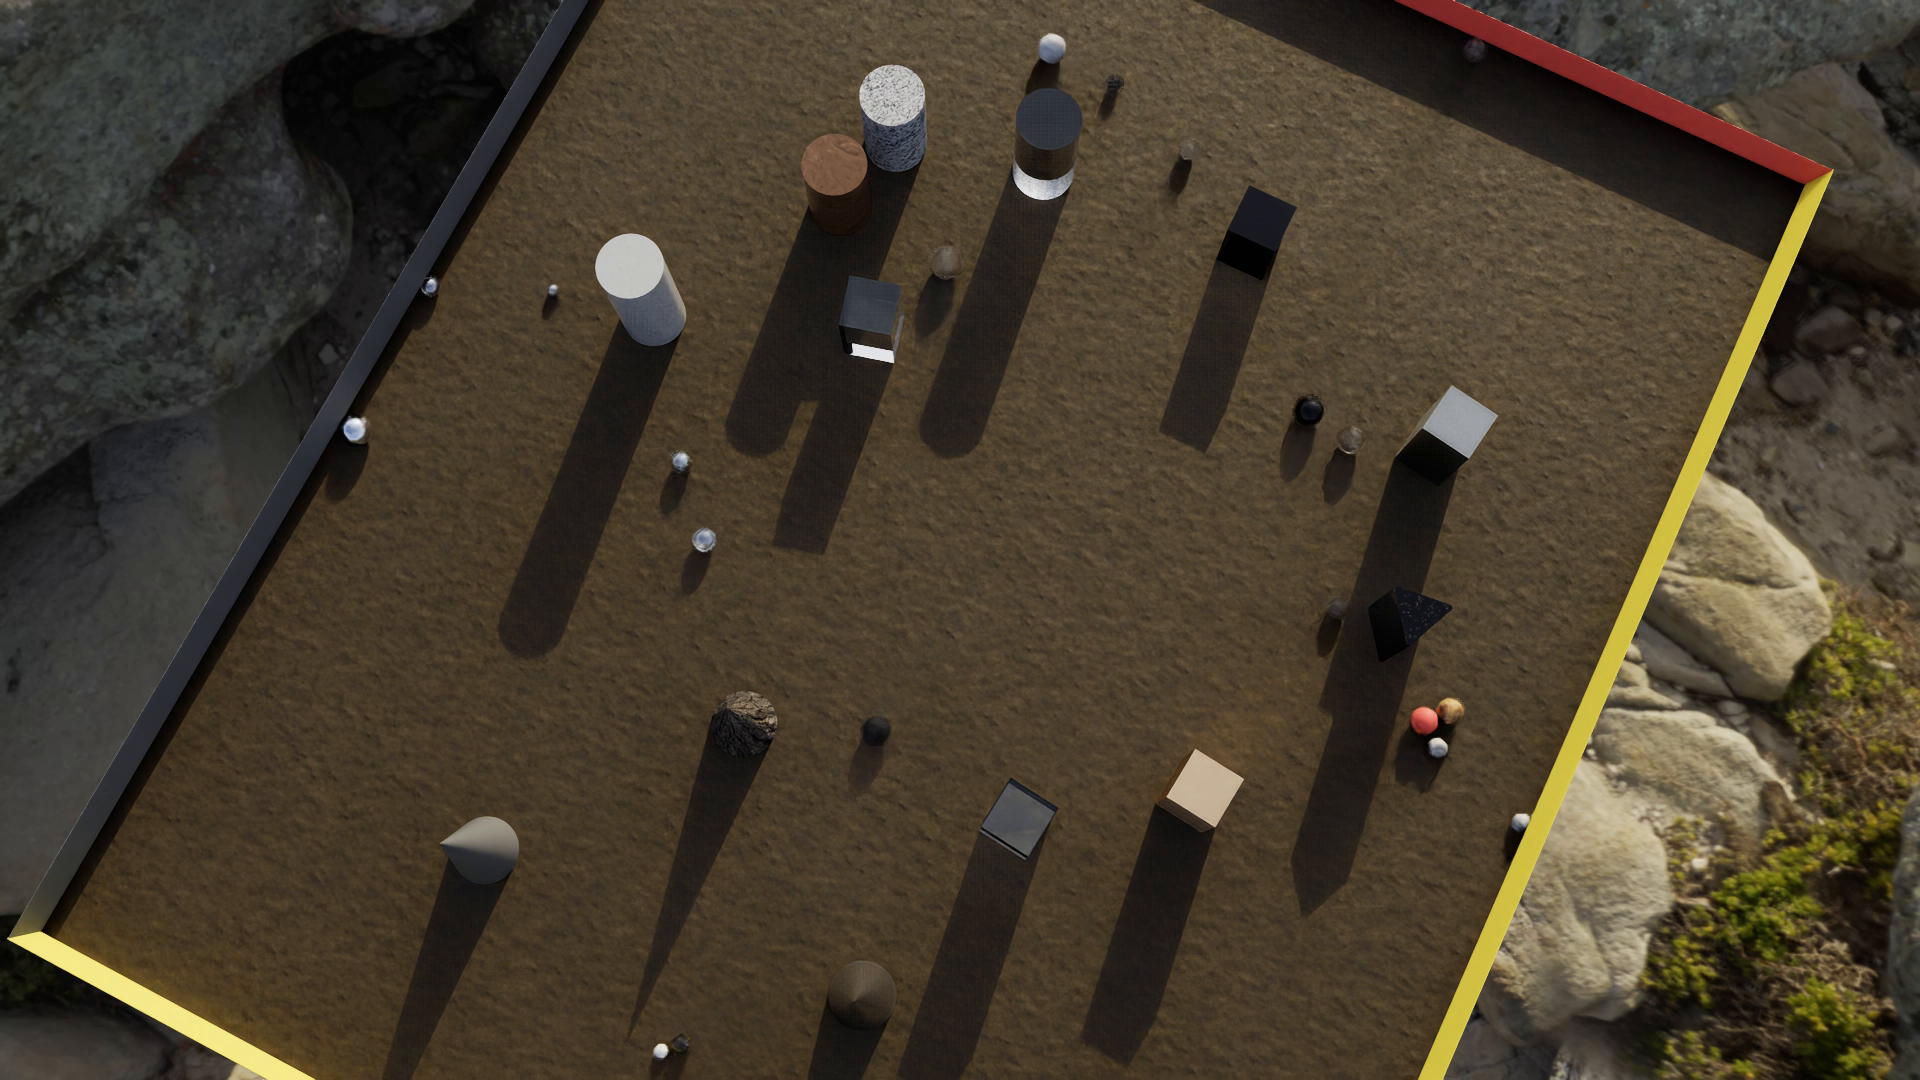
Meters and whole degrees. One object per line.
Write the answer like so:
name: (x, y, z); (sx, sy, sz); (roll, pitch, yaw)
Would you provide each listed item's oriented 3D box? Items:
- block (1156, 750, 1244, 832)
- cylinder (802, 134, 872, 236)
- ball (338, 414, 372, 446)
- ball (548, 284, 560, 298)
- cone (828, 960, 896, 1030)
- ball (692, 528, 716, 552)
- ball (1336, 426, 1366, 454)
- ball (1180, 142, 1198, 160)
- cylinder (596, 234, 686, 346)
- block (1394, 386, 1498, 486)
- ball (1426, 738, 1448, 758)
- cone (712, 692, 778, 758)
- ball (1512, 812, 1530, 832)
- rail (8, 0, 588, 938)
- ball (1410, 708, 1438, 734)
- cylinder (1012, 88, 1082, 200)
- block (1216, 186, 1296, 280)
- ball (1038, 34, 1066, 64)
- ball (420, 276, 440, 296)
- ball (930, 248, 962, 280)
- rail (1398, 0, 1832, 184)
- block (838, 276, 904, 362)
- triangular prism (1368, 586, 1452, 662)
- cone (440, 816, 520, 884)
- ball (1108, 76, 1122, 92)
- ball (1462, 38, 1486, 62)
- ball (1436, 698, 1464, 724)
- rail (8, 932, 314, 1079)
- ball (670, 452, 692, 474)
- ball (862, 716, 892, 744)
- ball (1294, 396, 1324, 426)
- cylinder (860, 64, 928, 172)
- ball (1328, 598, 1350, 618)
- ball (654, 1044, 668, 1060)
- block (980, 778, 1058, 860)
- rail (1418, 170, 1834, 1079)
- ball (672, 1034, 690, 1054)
block: (0.691, 0.729, 5.309); (0.159, 0.307, 0.159); (32, 80, 6)
cylinder: (-0.378, -1.096, 5.675); (0.199, 0.330, 0.199); (0, 78, 0)
ball: (-1.859, -0.339, 5.636); (0.100, 0.100, 0.100); (0, 78, 0)
ball: (-1.276, -0.783, 5.758); (0.041, 0.041, 0.041); (0, 78, 0)
cone: (-0.284, 1.286, 5.139); (0.199, 0.414, 0.199); (0, 78, 0)
ball: (-0.779, 0.000, 5.581); (0.071, 0.071, 0.071); (0, 78, 0)
ball: (1.203, -0.307, 5.636); (0.085, 0.085, 0.085); (0, 78, 0)
ball: (0.728, -1.241, 5.844); (0.058, 0.058, 0.058); (0, 78, 0)
cylinder: (-0.960, -0.750, 5.543); (0.199, 0.448, 0.199); (0, 78, 0)
block: (1.455, -0.308, 5.502); (0.159, 0.350, 0.159); (35, 80, 7)
ball: (1.421, 0.618, 5.458); (0.060, 0.060, 0.060); (0, 78, 0)
cone: (-0.648, 0.509, 5.294); (0.199, 0.426, 0.199); (0, 78, 0)
ball: (1.659, 0.835, 5.415); (0.057, 0.057, 0.057); (0, 78, 0)
rail: (-1.693, -0.822, 5.720); (0.045, 0.129, 4.541); (26, 80, 5)
ball: (1.384, 0.539, 5.463); (0.082, 0.082, 0.082); (0, 78, 0)
cylinder: (0.267, -1.221, 5.673); (0.199, 0.386, 0.199); (0, 78, 0)
block: (0.917, -0.950, 5.682); (0.159, 0.256, 0.159); (26, 79, 5)
ball: (0.297, -1.580, 5.897); (0.092, 0.092, 0.092); (0, 78, 0)
ball: (-1.662, -0.796, 5.751); (0.059, 0.059, 0.059); (0, 78, 0)
ball: (-0.043, -0.867, 5.745); (0.099, 0.099, 0.099); (0, 78, 0)
rail: (1.005, -1.961, 5.955); (3.832, 0.129, 0.045); (26, 80, 5)
block: (-0.269, -0.674, 5.614); (0.159, 0.279, 0.159); (11, 79, 2)
triangular prism: (1.291, 0.224, 5.394); (0.172, 0.345, 0.149); (-39, 81, -7)
cone: (-1.405, 0.869, 5.186); (0.199, 0.492, 0.199); (0, 78, 0)
ball: (0.498, -1.468, 5.897); (0.045, 0.045, 0.045); (0, 78, 0)
ball: (1.655, -1.580, 5.905); (0.076, 0.076, 0.076); (0, 78, 0)
ball: (1.462, 0.512, 5.471); (0.078, 0.078, 0.078); (0, 78, 0)
rail: (-1.005, 1.975, 5.141); (3.832, 0.129, 0.045); (26, 80, 5)
ball: (-0.856, -0.237, 5.631); (0.067, 0.067, 0.067); (0, 78, 0)
ball: (-0.248, 0.565, 5.456); (0.086, 0.086, 0.086); (0, 78, 0)
ball: (1.078, -0.397, 5.652); (0.092, 0.092, 0.092); (0, 78, 0)
cylinder: (-0.205, -1.310, 5.711); (0.199, 0.347, 0.199); (0, 78, 0)
ball: (1.144, 0.206, 5.541); (0.064, 0.064, 0.064); (0, 78, 0)
ball: (-0.863, 1.475, 5.289); (0.044, 0.044, 0.044); (0, 78, 0)
block: (0.167, 0.808, 5.288); (0.159, 0.317, 0.159); (32, 80, 6)
rail: (1.693, 0.836, 5.377); (0.045, 0.129, 4.541); (26, 80, 5)
ball: (-0.806, 1.455, 5.288); (0.054, 0.054, 0.054); (0, 78, 0)
